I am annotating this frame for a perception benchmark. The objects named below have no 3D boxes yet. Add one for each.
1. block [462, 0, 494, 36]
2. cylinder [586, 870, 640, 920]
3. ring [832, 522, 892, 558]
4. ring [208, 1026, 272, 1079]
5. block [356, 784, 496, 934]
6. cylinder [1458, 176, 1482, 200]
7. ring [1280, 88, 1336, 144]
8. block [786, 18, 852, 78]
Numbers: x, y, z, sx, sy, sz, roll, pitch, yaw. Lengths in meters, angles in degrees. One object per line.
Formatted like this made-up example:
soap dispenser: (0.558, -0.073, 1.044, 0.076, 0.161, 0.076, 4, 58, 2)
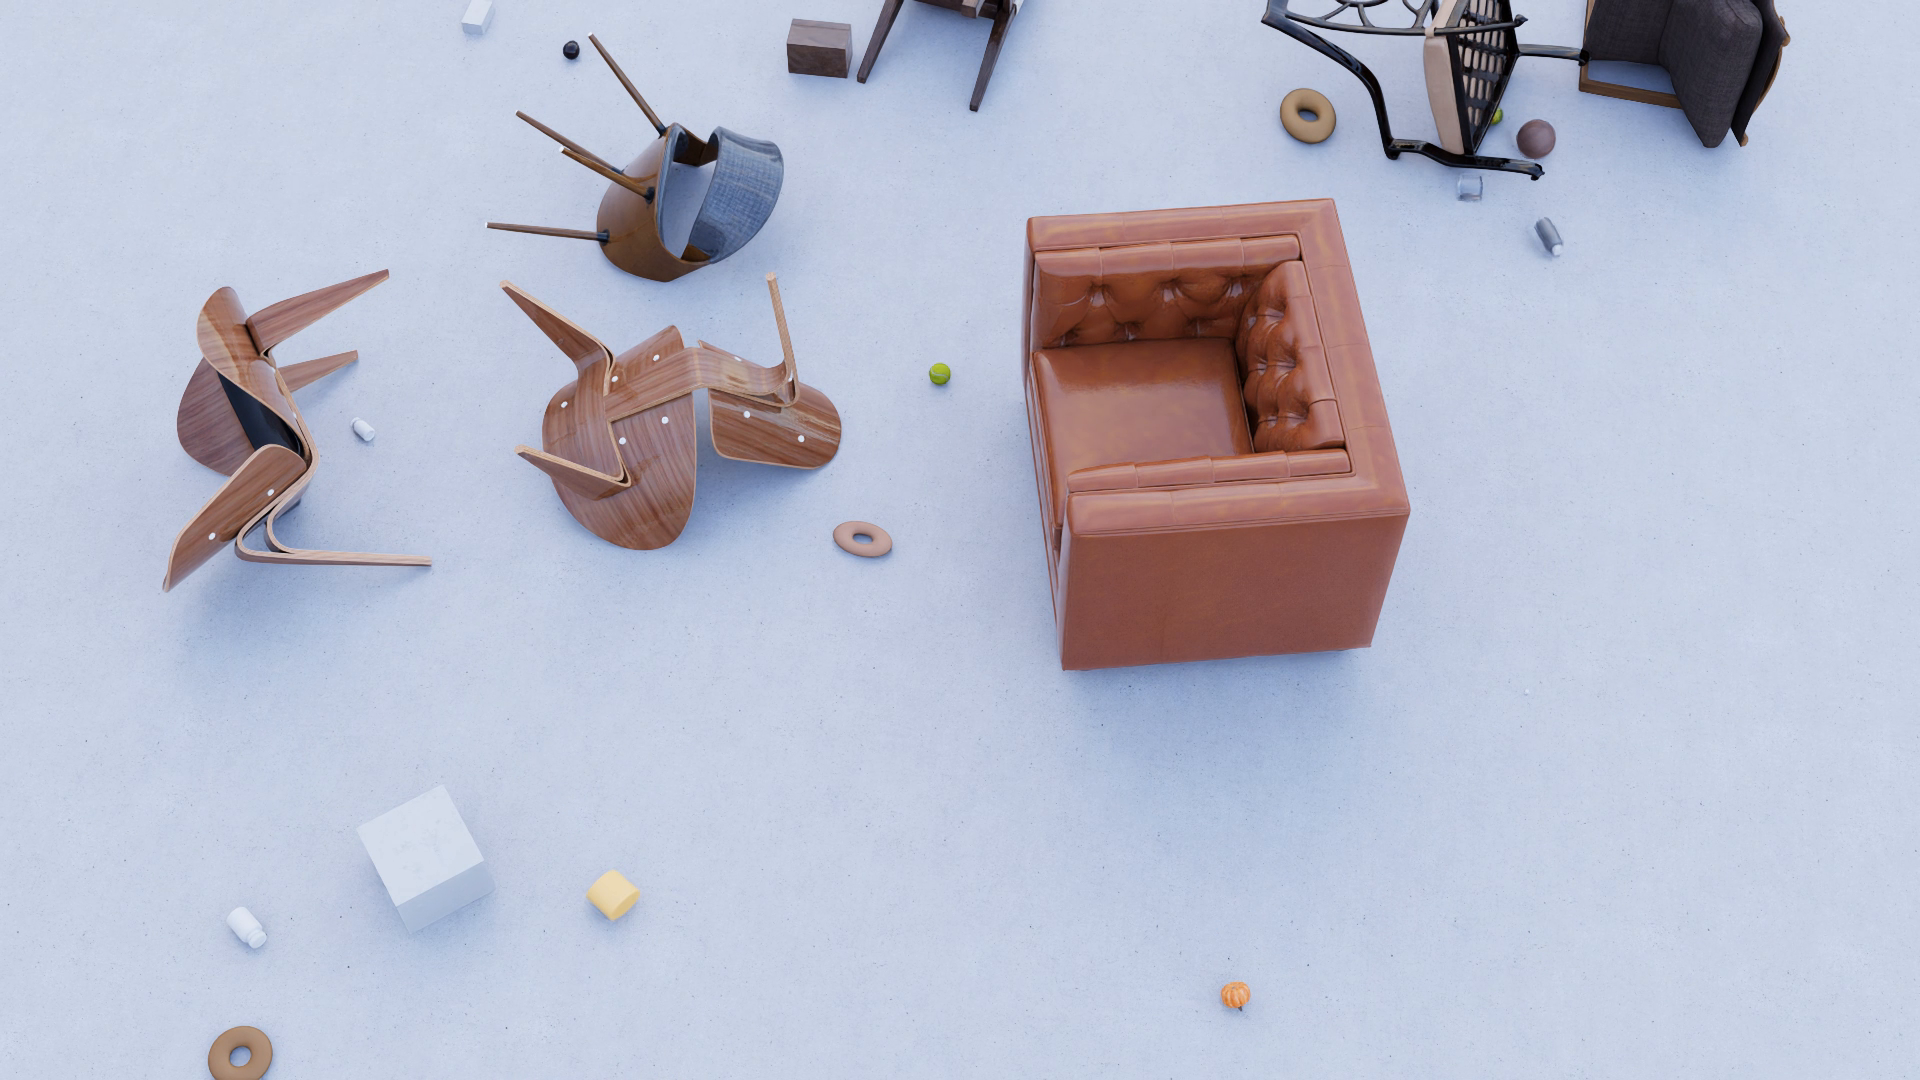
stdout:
block: (-1.707, -1.854, 7.790, 0.074, 0.047, 0.124, 10, 57, 7)
cylinder: (-0.930, 0.951, 5.892, 0.095, 0.072, 0.110, 36, 55, 22)
ring: (-0.290, -0.003, 6.553, 0.185, 0.038, 0.115, 15, 58, 11)
ring: (-1.853, 1.330, 5.661, 0.167, 0.036, 0.162, 35, 63, 20)
block: (-1.430, 0.855, 5.894, 0.252, 0.177, 0.265, -27, 60, -17)
cylinder: (1.697, -1.171, 7.322, 0.071, 0.062, 0.093, 4, 53, 3)
ring: (1.187, -1.448, 7.503, 0.186, 0.071, 0.241, -10, 56, -6)
block: (-0.486, -1.707, 7.636, 0.206, 0.138, 0.124, 7, 56, 4)
